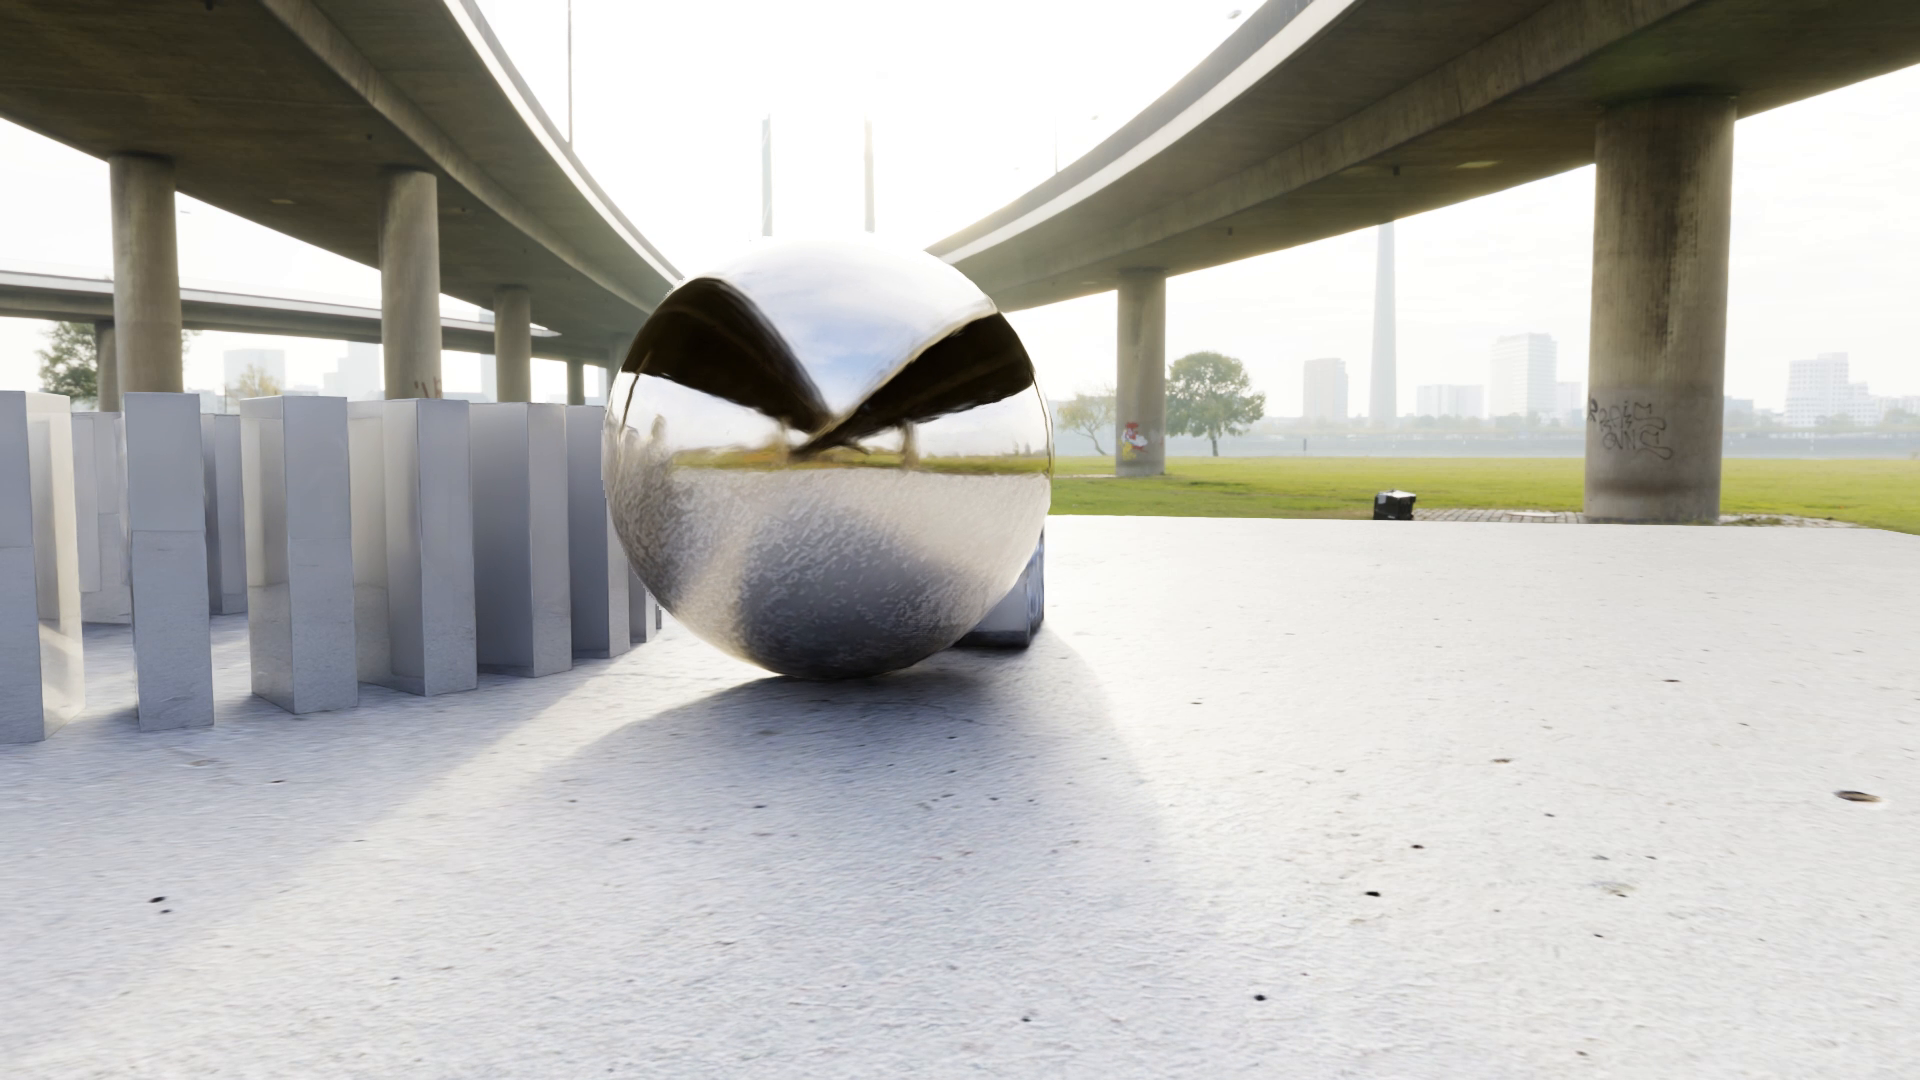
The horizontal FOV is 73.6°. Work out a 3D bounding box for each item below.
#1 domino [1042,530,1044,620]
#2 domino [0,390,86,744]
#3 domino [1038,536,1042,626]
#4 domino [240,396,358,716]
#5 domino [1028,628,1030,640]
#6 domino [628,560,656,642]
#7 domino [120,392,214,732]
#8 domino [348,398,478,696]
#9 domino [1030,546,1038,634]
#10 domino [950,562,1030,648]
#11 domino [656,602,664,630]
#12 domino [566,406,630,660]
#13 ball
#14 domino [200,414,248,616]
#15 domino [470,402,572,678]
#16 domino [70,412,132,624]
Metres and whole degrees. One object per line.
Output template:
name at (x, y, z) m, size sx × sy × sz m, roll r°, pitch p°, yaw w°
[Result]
domino at (0.009, -0.005, 0.318) m, size 0.025 × 0.050 × 0.010 m, roll 0°, pitch -26°, yaw 4°
domino at (-0.140, 0.003, 0.192) m, size 0.010 × 0.050 × 0.025 m, roll -2°, pitch 5°, yaw -23°
domino at (0.007, -0.005, 0.307) m, size 0.025 × 0.050 × 0.010 m, roll 0°, pitch -25°, yaw 4°
domino at (-0.109, 0.002, 0.212) m, size 0.009 × 0.050 × 0.025 m, roll -4°, pitch 6°, yaw -42°
domino at (0.003, -0.003, 0.285) m, size 0.025 × 0.050 × 0.010 m, roll 0°, pitch -25°, yaw 4°
domino at (-0.080, -0.003, 0.277) m, size 0.025 × 0.050 × 0.009 m, roll 0°, pitch 4°, yaw -2°
domino at (-0.124, 0.003, 0.200) m, size 0.009 × 0.050 × 0.025 m, roll -3°, pitch 5°, yaw -34°
domino at (-0.097, 0.001, 0.226) m, size 0.025 × 0.050 × 0.009 m, roll 3°, pitch 6°, yaw 39°
domino at (0.005, -0.004, 0.296) m, size 0.025 × 0.050 × 0.009 m, roll 0°, pitch -25°, yaw 4°
domino at (0.002, -0.002, 0.274) m, size 0.025 × 0.050 × 0.010 m, roll 0°, pitch -25°, yaw 4°
domino at (-0.082, -0.005, 0.296) m, size 0.025 × 0.050 × 0.009 m, roll -1°, pitch 4°, yaw -11°
domino at (-0.081, -0.002, 0.259) m, size 0.025 × 0.050 × 0.009 m, roll 1°, pitch 4°, yaw 9°
ball at (-0.023, -0.015, 0.231) m, size 0.080 × 0.080 × 0.080 m, roll 0°, pitch 4°, yaw 0°
domino at (-0.193, -0.007, 0.325) m, size 0.025 × 0.050 × 0.009 m, roll 2°, pitch 5°, yaw 20°
domino at (-0.086, -0.001, 0.241) m, size 0.025 × 0.050 × 0.010 m, roll 2°, pitch 5°, yaw 27°
domino at (-0.197, -0.005, 0.307) m, size 0.025 × 0.050 × 0.009 m, roll 1°, pitch 4°, yaw 9°
